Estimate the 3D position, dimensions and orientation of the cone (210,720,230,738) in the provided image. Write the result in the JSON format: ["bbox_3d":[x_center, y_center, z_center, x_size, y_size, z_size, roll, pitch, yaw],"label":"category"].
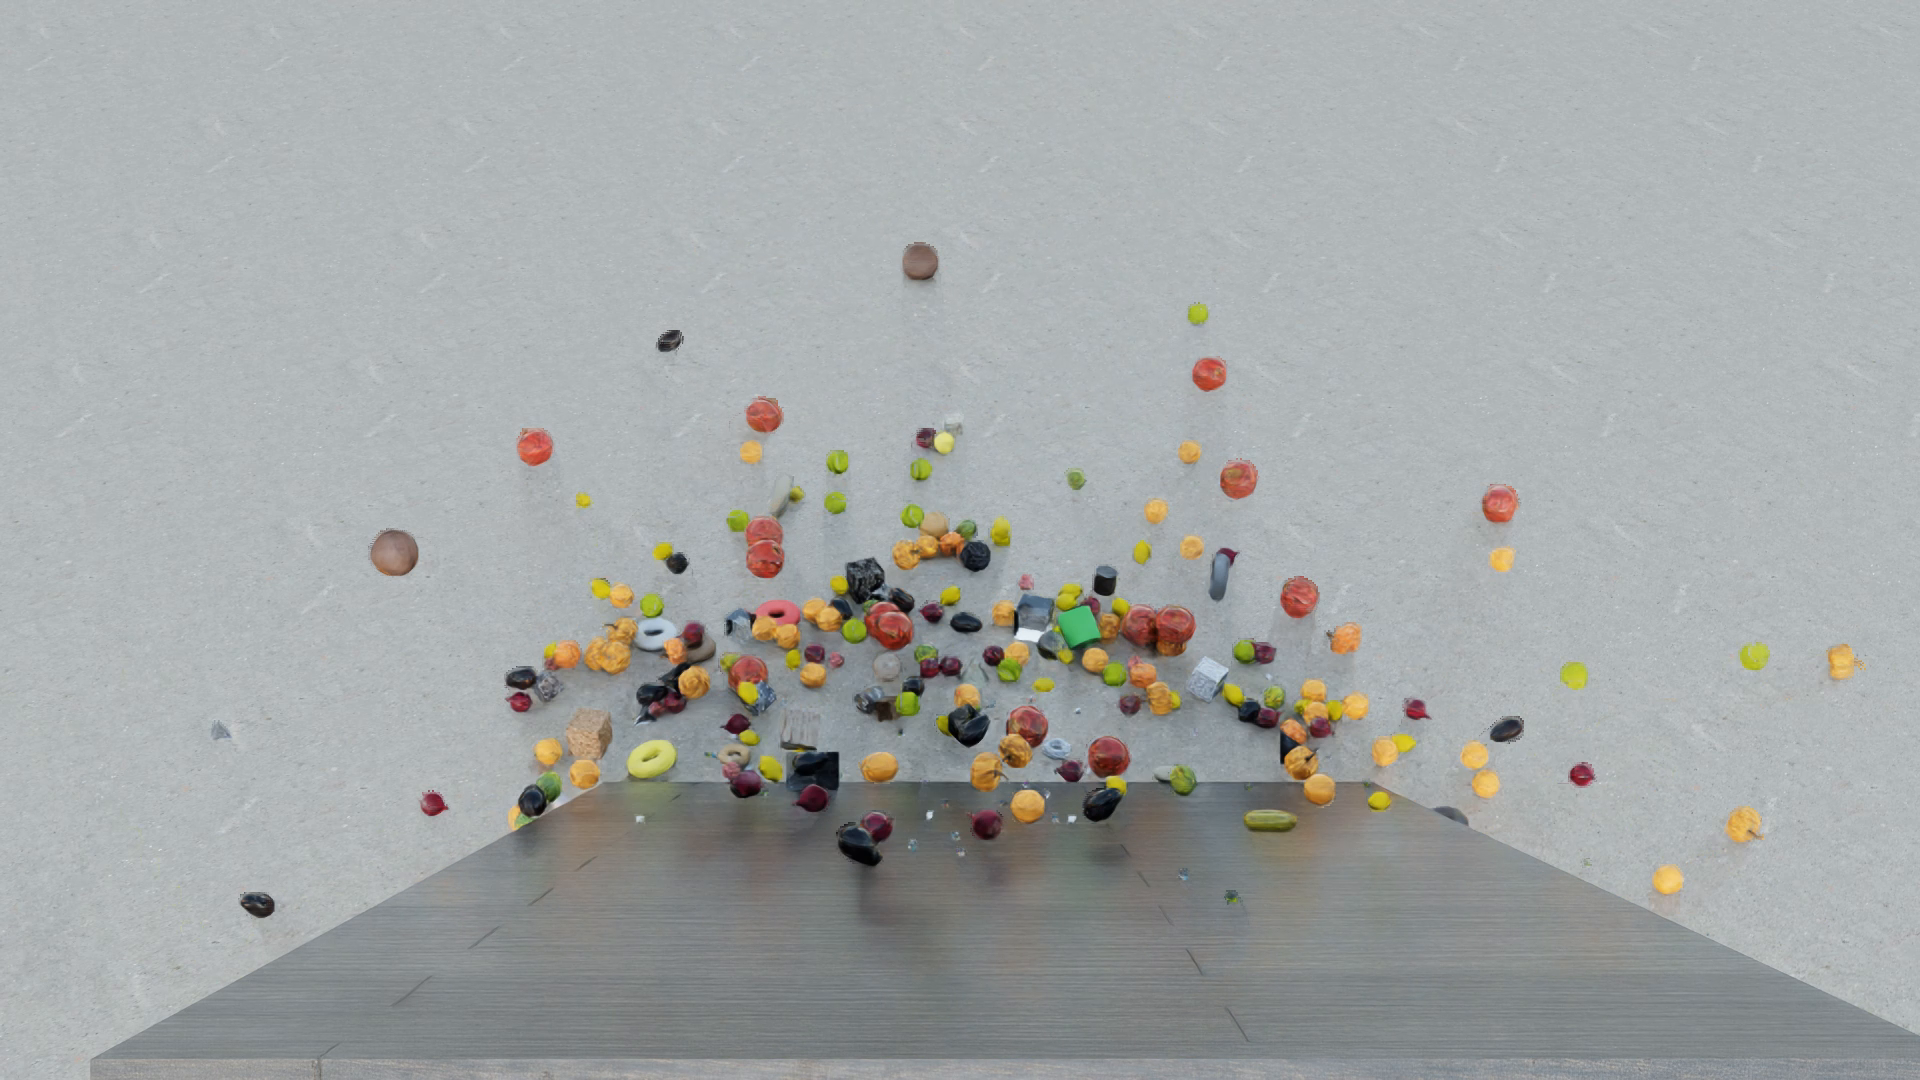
[{"bbox_3d":[-2.003,0.527,7.049,0.054,0.054,0.054,31,30,-16],"label":"cone"}]

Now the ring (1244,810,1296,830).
[{"bbox_3d":[0.651,0.587,5.434,0.109,0.036,0.109,0,0,0],"label":"ring"}]

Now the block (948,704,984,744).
[{"bbox_3d":[0.015,0.497,7.001,0.067,0.067,0.067,-30,30,24],"label":"block"}]

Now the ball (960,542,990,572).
[{"bbox_3d":[0.047,0.049,7.721,0.090,0.090,0.090,0,33,0],"label":"ball"}]

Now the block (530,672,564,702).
[{"bbox_3d":[-1.144,0.405,7.174,0.058,0.058,0.058,-41,22,-25],"label":"block"}]

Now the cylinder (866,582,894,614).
[{"bbox_3d":[-0.231,0.169,7.555,0.066,0.066,0.066,9,46,13],"label":"cylinder"}]

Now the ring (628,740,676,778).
[{"bbox_3d":[-0.822,0.584,6.920,0.137,0.046,0.137,-14,31,9],"label":"ring"}]

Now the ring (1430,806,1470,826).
[{"bbox_3d":[1.256,0.735,6.715,0.122,0.041,0.122,-1,33,1],"label":"ring"}]

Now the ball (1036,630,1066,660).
[{"bbox_3d":[0.259,0.299,7.341,0.085,0.085,0.085,0,33,0],"label":"ball"}]

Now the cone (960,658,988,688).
[{"bbox_3d":[0.039,0.358,7.253,0.083,0.083,0.083,0,33,0],"label":"cone"}]

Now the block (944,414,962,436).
[{"bbox_3d":[-0.020,-0.372,8.395,0.052,0.052,0.052,-2,36,-6],"label":"block"}]

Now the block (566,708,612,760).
[{"bbox_3d":[-1.000,0.522,6.994,0.092,0.092,0.092,7,34,10],"label":"block"}]

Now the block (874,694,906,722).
[{"bbox_3d":[-0.189,0.459,7.091,0.055,0.055,0.055,-8,9,43],"label":"block"}]

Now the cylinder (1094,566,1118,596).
[{"bbox_3d":[0.423,0.119,7.539,0.063,0.063,0.063,5,31,-3],"label":"cylinder"}]

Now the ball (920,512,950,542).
[{"bbox_3d":[-0.078,-0.038,7.853,0.091,0.091,0.091,0,33,0],"label":"ball"}]

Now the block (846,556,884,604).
[{"bbox_3d":[-0.278,0.119,7.614,0.089,0.089,0.089,-13,35,-19],"label":"block"}]

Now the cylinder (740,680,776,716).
[{"bbox_3d":[-0.554,0.435,7.132,0.069,0.069,0.069,29,55,36],"label":"cylinder"}]

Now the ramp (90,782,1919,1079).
[{"bbox_3d":[0.073,0.642,4.759,2.000,0.100,4.000,0,-1,0],"label":"ramp"}]

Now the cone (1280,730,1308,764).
[{"bbox_3d":[0.873,0.542,6.916,0.081,0.081,0.081,-26,13,7],"label":"cone"}]

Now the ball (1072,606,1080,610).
[{"bbox_3d":[0.343,0.226,7.468,0.070,0.070,0.070,0,33,0],"label":"ball"}]

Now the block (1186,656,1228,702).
[{"bbox_3d":[0.687,0.387,7.193,0.077,0.077,0.077,29,36,16],"label":"block"}]

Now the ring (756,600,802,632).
[{"bbox_3d":[-0.526,0.220,7.500,0.135,0.045,0.135,-1,35,1],"label":"ring"}]

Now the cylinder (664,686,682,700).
[{"bbox_3d":[-0.780,0.407,7.202,0.057,0.057,0.057,19,38,27],"label":"cylinder"}]

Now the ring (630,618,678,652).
[{"bbox_3d":[-0.876,0.271,7.422,0.134,0.045,0.134,0,33,0],"label":"ring"}]

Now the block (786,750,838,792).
[{"bbox_3d":[-0.370,0.580,6.513,0.093,0.093,0.093,-1,-1,33],"label":"block"}]

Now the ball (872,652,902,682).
[{"bbox_3d":[-0.203,0.355,7.243,0.083,0.083,0.083,0,33,0],"label":"ball"}]

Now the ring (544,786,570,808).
[{"bbox_3d":[-1.040,0.682,6.749,0.036,0.107,0.107,-47,46,-5],"label":"ring"}]

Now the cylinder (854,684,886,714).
[{"bbox_3d":[-0.248,0.439,7.145,0.062,0.062,0.062,27,42,35],"label":"cylinder"}]

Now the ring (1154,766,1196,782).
[{"bbox_3d":[0.563,0.614,6.800,0.112,0.037,0.112,0,-3,0],"label":"ring"}]

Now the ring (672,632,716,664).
[{"bbox_3d":[-0.755,0.306,7.372,0.125,0.042,0.125,1,32,0],"label":"ring"}]

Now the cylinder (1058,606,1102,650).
[{"bbox_3d":[0.339,0.250,7.364,0.098,0.098,0.098,-15,76,-22],"label":"cylinder"}]

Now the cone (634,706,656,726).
[{"bbox_3d":[-0.871,0.492,7.099,0.057,0.057,0.057,-40,45,-12],"label":"cone"}]

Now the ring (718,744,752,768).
[{"bbox_3d":[-0.605,0.578,6.964,0.089,0.030,0.089,-1,31,1],"label":"ring"}]

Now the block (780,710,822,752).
[{"bbox_3d":[-0.428,0.513,6.959,0.090,0.090,0.090,9,73,-9],"label":"block"}]

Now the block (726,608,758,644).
[{"bbox_3d":[-0.627,0.246,7.442,0.064,0.064,0.064,22,39,30],"label":"block"}]

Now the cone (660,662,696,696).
[{"bbox_3d":[-0.793,0.383,7.138,0.094,0.094,0.094,0,28,35],"label":"cone"}]

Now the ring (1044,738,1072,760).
[{"bbox_3d":[0.263,0.563,6.993,0.077,0.026,0.077,-1,32,1],"label":"ring"}]

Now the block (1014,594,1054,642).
[{"bbox_3d":[0.213,0.226,7.448,0.092,0.092,0.092,8,34,13],"label":"block"}]

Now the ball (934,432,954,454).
[{"bbox_3d":[-0.050,-0.310,8.291,0.067,0.067,0.067,0,33,0],"label":"ball"}]

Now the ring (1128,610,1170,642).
[{"bbox_3d":[0.544,0.247,7.457,0.120,0.040,0.120,-3,41,3],"label":"ring"}]
